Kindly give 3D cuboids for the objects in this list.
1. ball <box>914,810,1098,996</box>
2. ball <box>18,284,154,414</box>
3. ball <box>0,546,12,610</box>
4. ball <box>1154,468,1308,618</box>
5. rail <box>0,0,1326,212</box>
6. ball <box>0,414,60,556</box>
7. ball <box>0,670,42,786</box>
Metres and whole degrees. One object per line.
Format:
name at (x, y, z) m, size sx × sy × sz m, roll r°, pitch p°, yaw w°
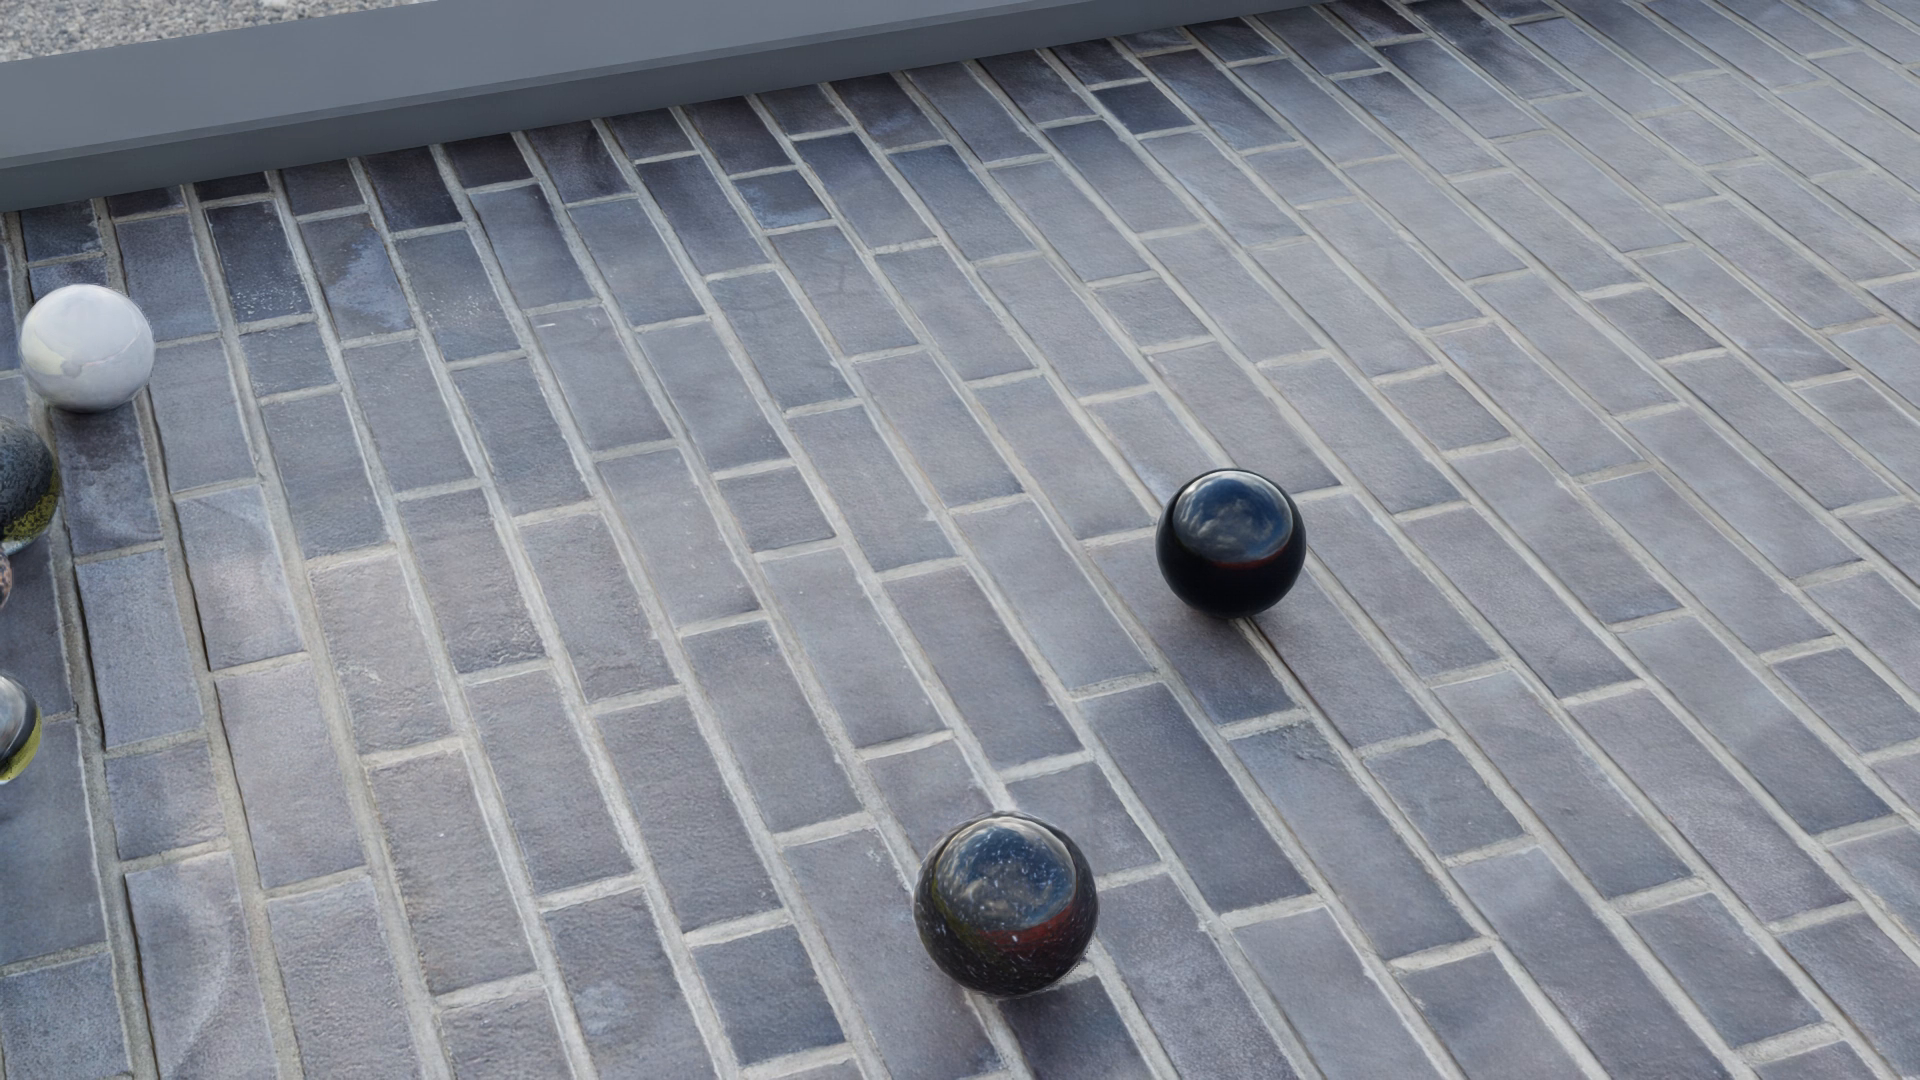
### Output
ball at (0.023, 0.182, 1.289) m, size 0.093 × 0.093 × 0.093 m, roll 0°, pitch 35°, yaw 0°
ball at (-0.591, -0.129, 1.737) m, size 0.087 × 0.087 × 0.087 m, roll 0°, pitch 35°, yaw 0°
ball at (-0.603, 0.023, 1.539) m, size 0.065 × 0.065 × 0.065 m, roll 0°, pitch 35°, yaw 0°
ball at (0.163, 0.002, 1.546) m, size 0.091 × 0.091 × 0.091 m, roll 0°, pitch 35°, yaw 0°
rail at (0.353, -0.528, 2.274) m, size 2.573 × 0.120 × 0.045 m, roll -12°, pitch 37°, yaw -17°
ball at (-0.609, -0.034, 1.596) m, size 0.092 × 0.092 × 0.092 m, roll 0°, pitch 35°, yaw 0°
ball at (-0.545, 0.104, 1.420) m, size 0.069 × 0.069 × 0.069 m, roll 0°, pitch 35°, yaw 0°
